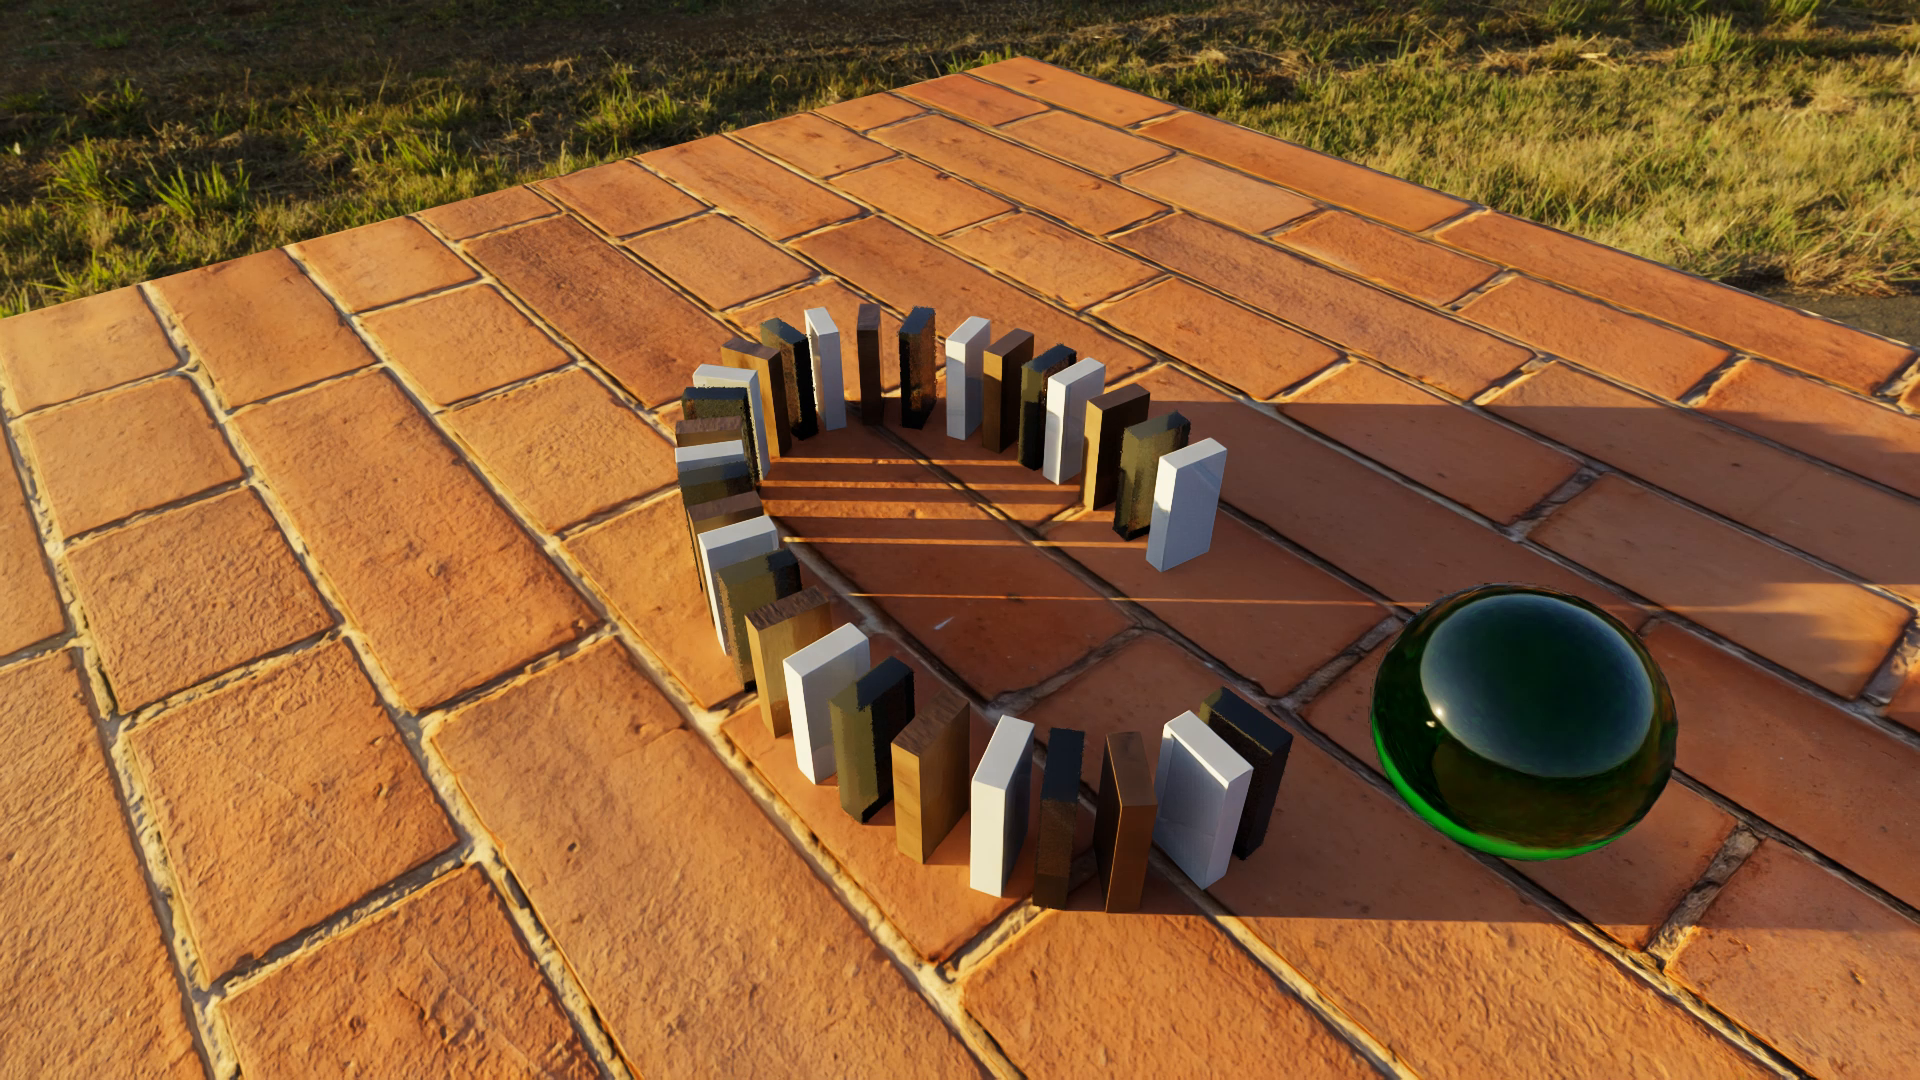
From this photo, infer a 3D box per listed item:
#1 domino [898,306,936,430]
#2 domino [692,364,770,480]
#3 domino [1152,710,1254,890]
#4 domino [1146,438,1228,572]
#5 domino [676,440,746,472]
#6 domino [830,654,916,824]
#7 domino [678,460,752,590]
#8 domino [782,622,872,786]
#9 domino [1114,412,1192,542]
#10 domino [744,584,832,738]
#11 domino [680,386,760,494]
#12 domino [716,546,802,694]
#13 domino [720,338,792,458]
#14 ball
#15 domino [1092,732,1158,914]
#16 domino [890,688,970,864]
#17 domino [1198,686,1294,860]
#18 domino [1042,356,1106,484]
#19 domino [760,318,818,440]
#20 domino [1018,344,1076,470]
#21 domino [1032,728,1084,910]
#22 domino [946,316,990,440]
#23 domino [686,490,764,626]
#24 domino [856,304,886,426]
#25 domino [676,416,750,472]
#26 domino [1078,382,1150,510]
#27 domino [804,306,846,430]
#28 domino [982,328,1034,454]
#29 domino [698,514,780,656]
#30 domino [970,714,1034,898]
[{"bbox_3d":[-0.019,-0.079,0.508,0.010,0.050,0.025,10,40,12],"label":"domino"},{"bbox_3d":[-0.098,-0.050,0.473,0.025,0.050,0.009,8,40,10],"label":"domino"},{"bbox_3d":[0.068,0.076,0.319,0.009,0.050,0.025,-23,45,-26],"label":"domino"},{"bbox_3d":[0.088,-0.013,0.428,0.025,0.050,0.009,-21,44,-24],"label":"domino"},{"bbox_3d":[-0.094,-0.014,0.429,0.025,0.050,0.010,-9,40,-10],"label":"domino"},{"bbox_3d":[-0.026,0.062,0.336,0.009,0.050,0.025,30,48,31],"label":"domino"},{"bbox_3d":[-0.090,-0.005,0.417,0.025,0.050,0.010,-12,41,-14],"label":"domino"},{"bbox_3d":[-0.040,0.052,0.348,0.025,0.050,0.010,-29,47,-31],"label":"domino"},{"bbox_3d":[0.077,-0.025,0.442,0.025,0.050,0.009,-20,43,-23],"label":"domino"},{"bbox_3d":[-0.054,0.041,0.362,0.025,0.050,0.009,-23,45,-25],"label":"domino"},{"bbox_3d":[-0.099,-0.040,0.460,0.025,0.050,0.009,0,39,1],"label":"domino"},{"bbox_3d":[-0.066,0.028,0.377,0.025,0.050,0.009,-20,43,-22],"label":"domino"},{"bbox_3d":[-0.090,-0.063,0.488,0.025,0.050,0.009,19,43,22],"label":"domino"},{"bbox_3d":[0.163,0.053,0.323,0.080,0.080,0.080,0,39,0],"label":"ball"},{"bbox_3d":[0.046,0.081,0.313,0.009,0.050,0.025,-2,39,-3],"label":"domino"},{"bbox_3d":[-0.008,0.070,0.326,0.009,0.050,0.025,23,45,26],"label":"domino"},{"bbox_3d":[0.081,0.070,0.326,0.009,0.050,0.025,-28,47,-30],"label":"domino"},{"bbox_3d":[0.049,-0.051,0.474,0.025,0.050,0.009,-30,48,-32],"label":"domino"},{"bbox_3d":[-0.078,-0.073,0.501,0.009,0.050,0.025,-28,47,-30],"label":"domino"},{"bbox_3d":[0.038,-0.058,0.482,0.009,0.050,0.025,30,48,32],"label":"domino"},{"bbox_3d":[0.028,0.080,0.314,0.009,0.050,0.025,6,40,8],"label":"domino"},{"bbox_3d":[0.004,-0.073,0.501,0.009,0.050,0.025,18,43,21],"label":"domino"},{"bbox_3d":[-0.083,0.007,0.402,0.025,0.050,0.010,-15,42,-18],"label":"domino"},{"bbox_3d":[-0.041,-0.081,0.511,0.010,0.050,0.025,0,39,-1],"label":"domino"},{"bbox_3d":[-0.098,-0.025,0.442,0.025,0.050,0.009,-6,40,-7],"label":"domino"},{"bbox_3d":[0.064,-0.038,0.458,0.025,0.050,0.009,-22,44,-25],"label":"domino"},{"bbox_3d":[-0.062,-0.079,0.508,0.009,0.050,0.025,-13,41,-15],"label":"domino"},{"bbox_3d":[0.021,-0.067,0.493,0.010,0.050,0.025,25,45,27],"label":"domino"},{"bbox_3d":[-0.076,0.017,0.391,0.025,0.050,0.009,-17,42,-20],"label":"domino"},{"bbox_3d":[0.012,0.077,0.317,0.010,0.050,0.025,14,41,16],"label":"domino"}]
